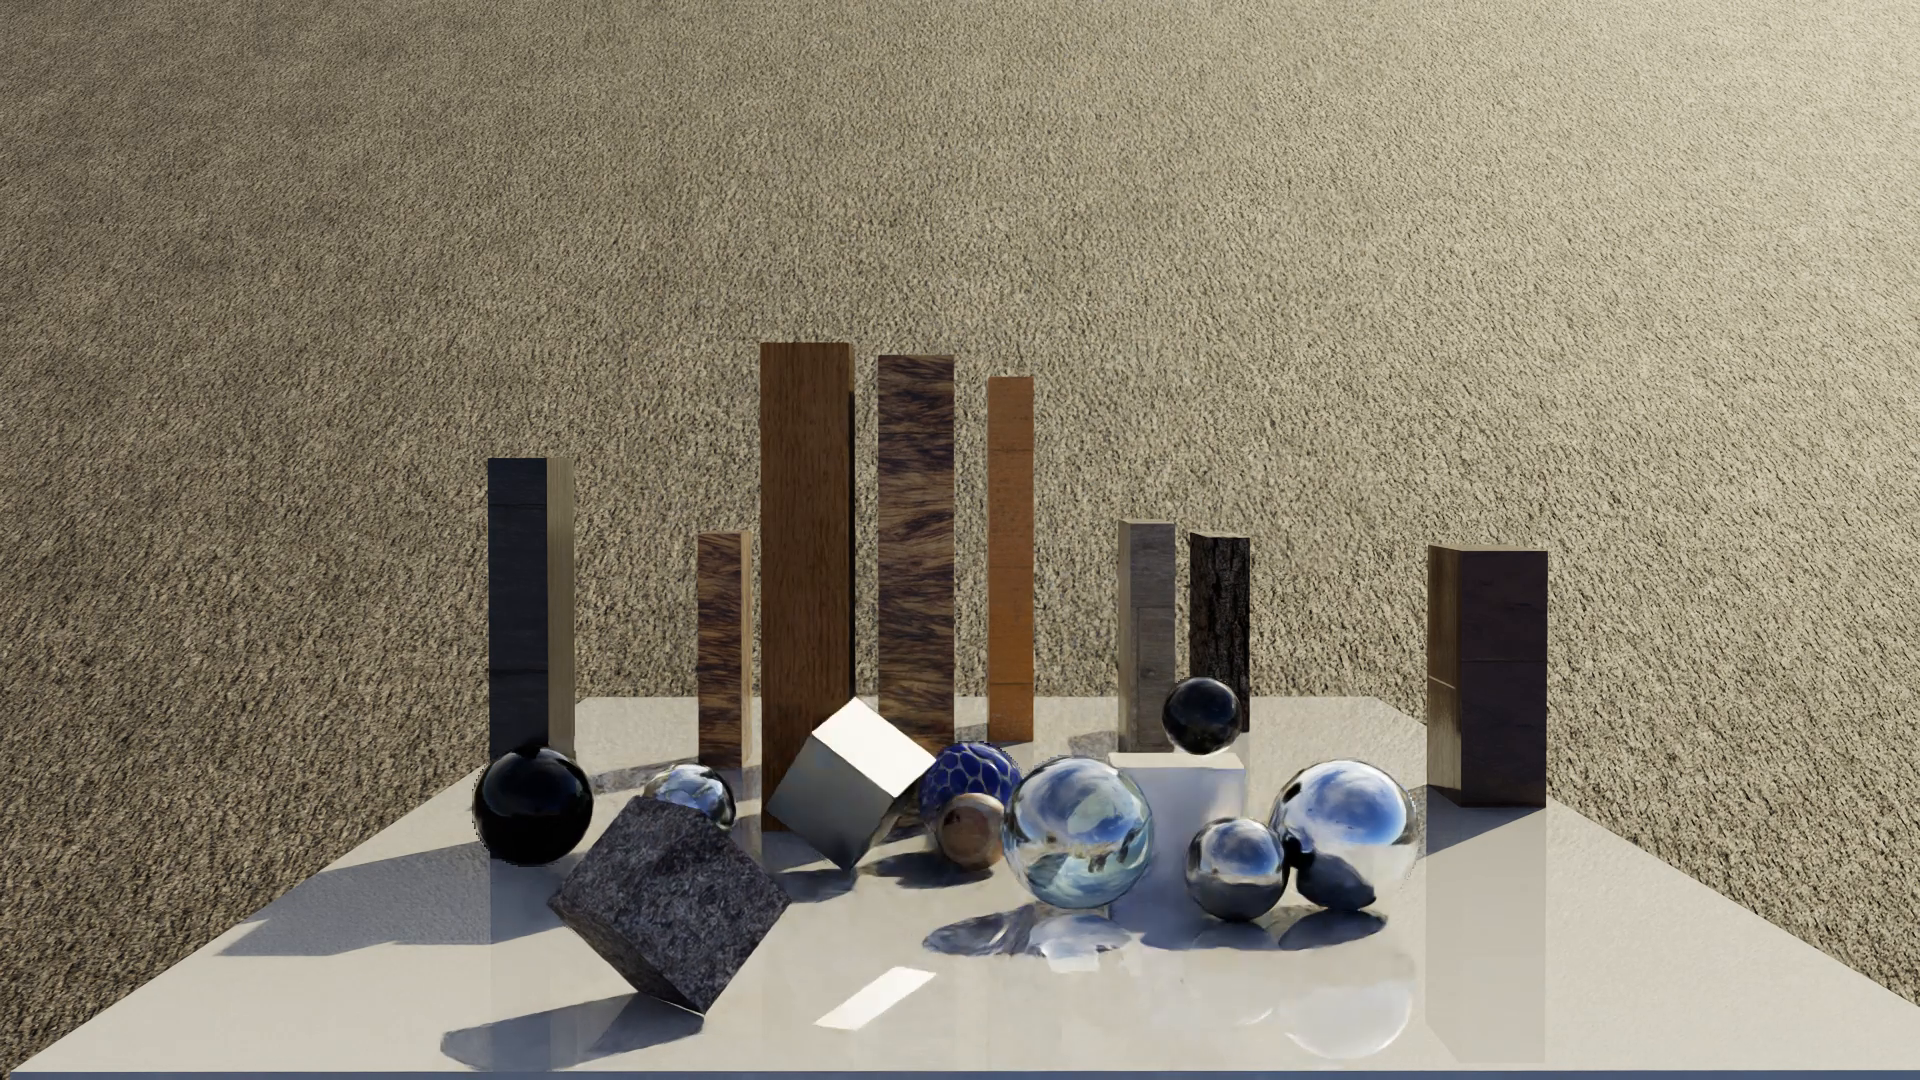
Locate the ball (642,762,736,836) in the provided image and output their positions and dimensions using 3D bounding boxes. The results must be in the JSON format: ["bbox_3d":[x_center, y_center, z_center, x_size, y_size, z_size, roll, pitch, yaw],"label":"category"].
[{"bbox_3d":[-0.413,0.410,3.902,0.146,0.146,0.146,0,25,0],"label":"ball"}]

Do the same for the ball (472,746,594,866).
[{"bbox_3d":[-0.632,0.393,3.821,0.177,0.177,0.177,0,25,0],"label":"ball"}]

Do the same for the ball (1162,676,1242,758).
[{"bbox_3d":[0.332,0.244,3.542,0.111,0.111,0.111,0,25,0],"label":"ball"}]

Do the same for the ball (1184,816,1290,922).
[{"bbox_3d":[0.363,0.431,3.378,0.137,0.137,0.137,0,25,0],"label":"ball"}]

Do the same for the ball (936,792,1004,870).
[{"bbox_3d":[0.021,0.429,3.797,0.114,0.114,0.114,0,25,0],"label":"ball"}]

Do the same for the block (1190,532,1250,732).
[{"bbox_3d":[0.595,0.203,5.929,0.093,0.431,0.437,0,2,0],"label":"block"}]

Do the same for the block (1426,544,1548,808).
[{"bbox_3d":[0.943,0.236,4.627,0.148,0.446,0.326,0,2,0],"label":"block"}]

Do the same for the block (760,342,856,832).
[{"bbox_3d":[-0.252,0.073,4.307,0.143,0.794,0.252,0,2,0],"label":"block"}]

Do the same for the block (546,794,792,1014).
[{"bbox_3d":[-0.324,0.403,2.866,0.159,0.159,0.159,-52,27,-22],"label":"block"}]

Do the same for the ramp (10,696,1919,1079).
[{"bbox_3d":[0.057,0.512,4.554,2.000,0.100,4.000,0,2,0],"label":"ramp"}]

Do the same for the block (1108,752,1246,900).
[{"bbox_3d":[0.302,0.400,3.626,0.182,0.182,0.182,0,2,2],"label":"block"}]

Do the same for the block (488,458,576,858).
[{"bbox_3d":[-0.669,0.175,4.038,0.090,0.607,0.271,0,2,0],"label":"block"}]

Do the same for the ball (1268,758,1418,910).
[{"bbox_3d":[0.514,0.395,3.466,0.202,0.202,0.202,0,25,0],"label":"ball"}]

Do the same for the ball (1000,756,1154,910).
[{"bbox_3d":[0.157,0.391,3.447,0.206,0.206,0.206,0,25,0],"label":"ball"}]

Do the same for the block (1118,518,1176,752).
[{"bbox_3d":[0.347,0.209,4.816,0.080,0.489,0.352,0,2,0],"label":"block"}]

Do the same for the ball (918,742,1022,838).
[{"bbox_3d":[0.018,0.397,3.978,0.167,0.167,0.167,0,25,0],"label":"ball"}]

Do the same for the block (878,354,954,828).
[{"bbox_3d":[-0.072,0.080,4.392,0.124,0.775,0.327,0,2,0],"label":"block"}]

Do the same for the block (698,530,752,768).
[{"bbox_3d":[-0.469,0.214,5.162,0.084,0.459,0.255,0,2,0],"label":"block"}]

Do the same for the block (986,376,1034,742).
[{"bbox_3d":[0.109,0.035,5.710,0.095,0.780,0.401,0,2,0],"label":"block"}]

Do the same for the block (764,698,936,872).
[{"bbox_3d":[-0.161,0.360,3.800,0.153,0.153,0.153,37,27,9],"label":"block"}]
